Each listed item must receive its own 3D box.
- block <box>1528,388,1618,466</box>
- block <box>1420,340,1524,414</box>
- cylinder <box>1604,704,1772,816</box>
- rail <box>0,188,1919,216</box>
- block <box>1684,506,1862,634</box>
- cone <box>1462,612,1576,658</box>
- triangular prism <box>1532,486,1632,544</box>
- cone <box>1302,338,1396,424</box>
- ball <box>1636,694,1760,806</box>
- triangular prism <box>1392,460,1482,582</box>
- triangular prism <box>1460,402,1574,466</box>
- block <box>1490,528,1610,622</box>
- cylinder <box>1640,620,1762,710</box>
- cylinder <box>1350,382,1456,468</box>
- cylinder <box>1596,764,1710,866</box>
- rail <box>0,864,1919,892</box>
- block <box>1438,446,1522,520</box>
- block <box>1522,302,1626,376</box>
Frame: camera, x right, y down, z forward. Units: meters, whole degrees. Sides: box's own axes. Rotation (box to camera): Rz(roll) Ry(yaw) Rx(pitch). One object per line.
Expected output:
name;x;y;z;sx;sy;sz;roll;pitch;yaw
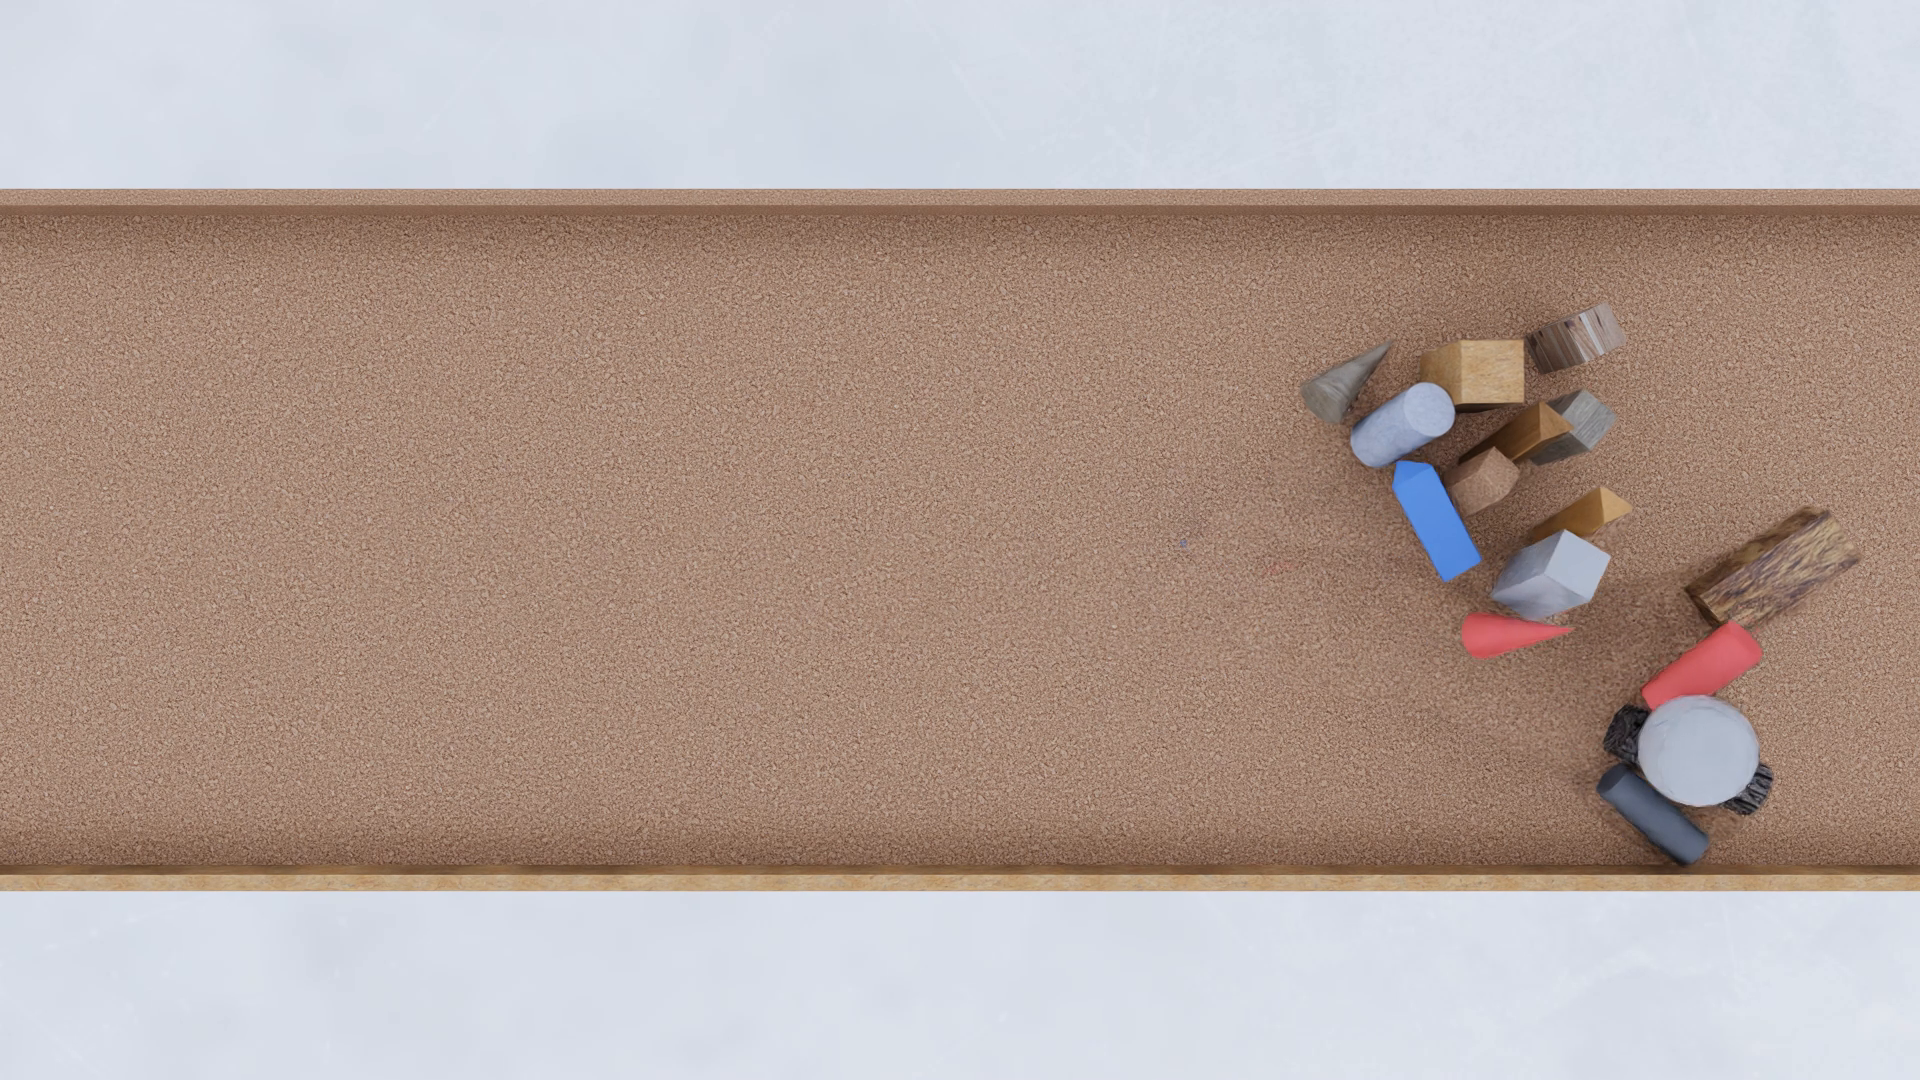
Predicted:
block;1.779;-0.330;4.888;0.128;0.366;0.128;40;84;0
block;1.511;-0.480;4.884;0.178;0.380;0.178;-1;90;-2
cylinder;2.201;0.666;4.994;0.447;0.166;0.166;25;90;0
rail;-2.247;-1.025;5.002;12.000;0.150;0.050;0;90;0
block;2.435;0.102;4.954;0.429;0.175;0.175;-36;90;10
cone;1.674;0.272;4.879;0.142;0.373;0.142;3;83;-27
triangular prism;1.825;-0.053;4.900;0.114;0.362;0.098;-24;78;-21
cone;1.217;-0.516;5.038;0.332;0.157;0.157;-40;90;-13
ball;2.124;0.605;4.752;0.321;0.321;0.321;0;90;0
triangular prism;1.428;-0.066;4.912;0.114;0.131;0.386;-15;123;34
triangular prism;1.612;-0.277;4.862;0.121;0.441;0.105;-20;78;-20
block;1.744;0.109;4.887;0.153;0.352;0.153;31;75;0
cylinder;2.203;0.392;4.908;0.137;0.137;0.325;42;122;0
cylinder;1.310;-0.338;4.895;0.164;0.328;0.164;3;76;-14
cylinder;2.104;0.835;5.015;0.333;0.123;0.123;41;90;0
rail;-2.247;1.025;5.001;12.000;0.150;0.050;0;90;0
block;1.503;-0.150;4.902;0.109;0.328;0.109;40;65;-4
block;1.818;-0.595;4.893;0.131;0.367;0.131;-26;90;0
